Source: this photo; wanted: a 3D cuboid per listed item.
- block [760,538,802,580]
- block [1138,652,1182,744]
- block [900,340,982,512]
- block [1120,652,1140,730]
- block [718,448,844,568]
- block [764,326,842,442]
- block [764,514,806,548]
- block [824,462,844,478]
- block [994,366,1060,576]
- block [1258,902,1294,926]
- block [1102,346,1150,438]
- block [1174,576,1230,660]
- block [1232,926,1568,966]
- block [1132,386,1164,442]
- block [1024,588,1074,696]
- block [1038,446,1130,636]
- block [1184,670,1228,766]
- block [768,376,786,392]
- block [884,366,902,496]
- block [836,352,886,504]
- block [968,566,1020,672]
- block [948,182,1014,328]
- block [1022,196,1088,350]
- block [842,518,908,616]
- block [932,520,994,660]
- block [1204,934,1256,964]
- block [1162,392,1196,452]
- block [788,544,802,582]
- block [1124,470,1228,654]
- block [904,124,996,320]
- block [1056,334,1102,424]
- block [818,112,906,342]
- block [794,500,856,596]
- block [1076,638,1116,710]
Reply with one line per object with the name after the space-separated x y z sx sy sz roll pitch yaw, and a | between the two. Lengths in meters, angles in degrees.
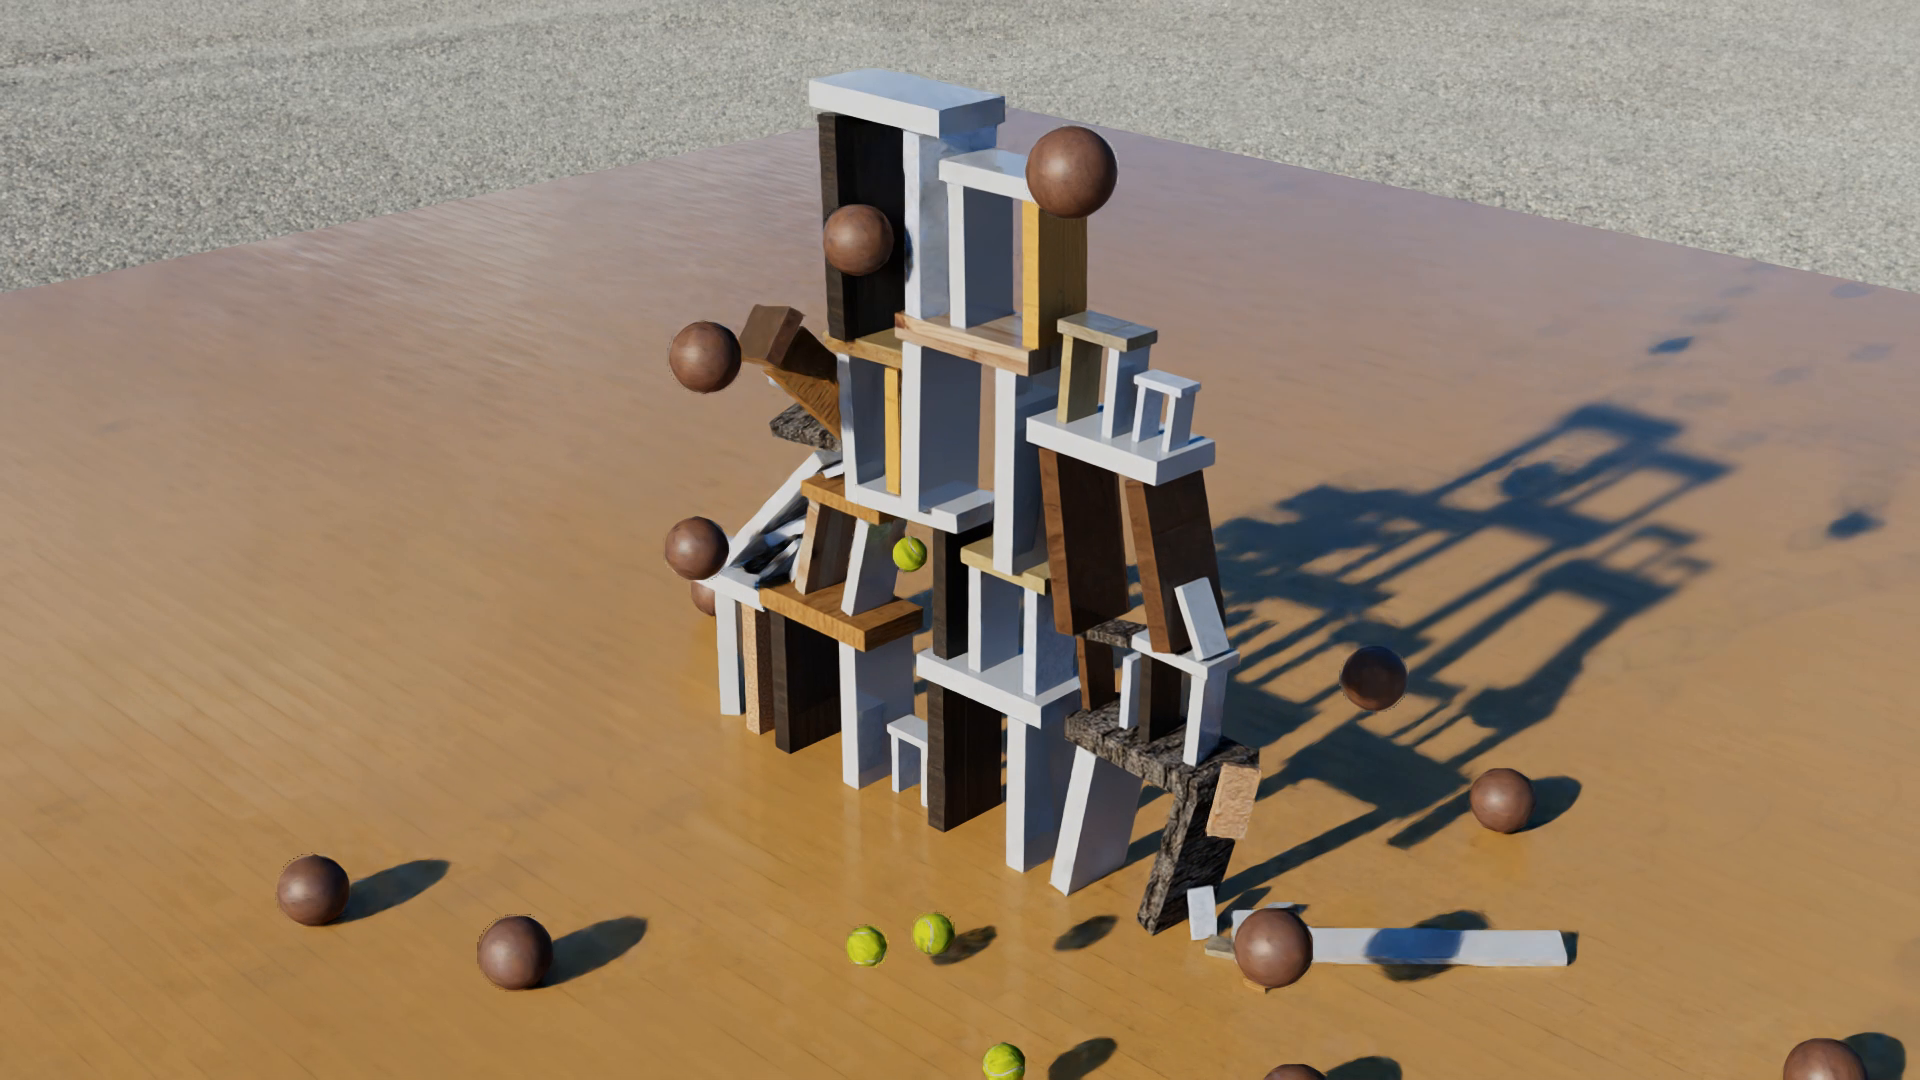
-0.356 0.034 4.632 0.069 0.020 0.162 -20 -13 -40 | block
0.359 0.268 3.943 0.025 0.175 0.087 20 30 39 | block
-0.035 -0.230 4.138 0.047 0.329 0.164 22 31 39 | block
0.324 0.268 3.986 0.070 0.140 0.020 -20 32 -39 | block
-0.357 -0.074 4.618 0.120 0.421 0.034 -19 72 -44 | block
-0.253 -0.289 4.324 0.112 0.270 0.032 -55 26 -16 | block
-0.292 -0.042 4.682 0.239 0.034 0.120 -28 -11 6 | block
-0.215 -0.153 4.424 0.111 0.016 0.055 -17 9 25 | block
0.137 -0.143 4.014 0.047 0.392 0.164 21 31 40 | block
0.578 0.694 4.073 0.047 0.013 0.095 -7 7 34 | block
0.287 -0.262 3.799 0.081 0.161 0.023 -20 34 -40 | block
0.419 0.136 3.807 0.066 0.132 0.019 -18 1 -37 | block
0.791 0.731 3.958 0.598 0.019 0.066 1 40 -3 | block
0.324 -0.223 3.781 0.052 0.104 0.015 -20 37 -40 | block
0.168 0.175 4.120 0.030 0.215 0.108 21 31 40 | block
0.227 -0.015 3.983 0.153 0.346 0.043 -20 22 -40 | block
0.432 0.302 3.866 0.025 0.175 0.087 18 29 30 | block
-0.292 -0.319 4.395 0.224 0.032 0.112 24 35 -37 | block
-0.085 -0.223 4.233 0.125 0.250 0.035 -21 30 -40 | block
-0.175 -0.233 4.307 0.035 0.303 0.125 18 29 41 | block
0.065 0.136 4.212 0.030 0.215 0.108 21 31 40 | block
0.039 -0.522 3.952 0.037 0.259 0.130 18 29 40 | block
0.166 -0.476 3.843 0.037 0.259 0.130 19 29 40 | block
-0.170 0.040 4.426 0.113 0.226 0.032 -22 46 -40 | block
0.011 0.086 4.259 0.135 0.271 0.038 -19 30 -38 | block
0.495 0.743 3.991 0.095 0.013 0.047 8 25 17 | block
0.372 -0.203 3.735 0.052 0.104 0.015 -20 37 -39 | block
-0.308 0.026 4.579 0.069 0.138 0.020 -21 58 -40 | block
0.377 0.028 3.829 0.153 0.307 0.043 -21 16 -40 | block
-0.017 -0.581 3.990 0.169 0.338 0.048 -15 27 -31 | block
0.212 -0.292 3.870 0.081 0.161 0.023 -20 34 -40 | block
-0.178 -0.602 4.150 0.169 0.427 0.048 -21 30 -38 | block
-0.272 -0.001 4.523 0.113 0.226 0.032 -21 46 -40 | block
0.252 0.236 4.058 0.070 0.140 0.020 -20 21 -39 | block
